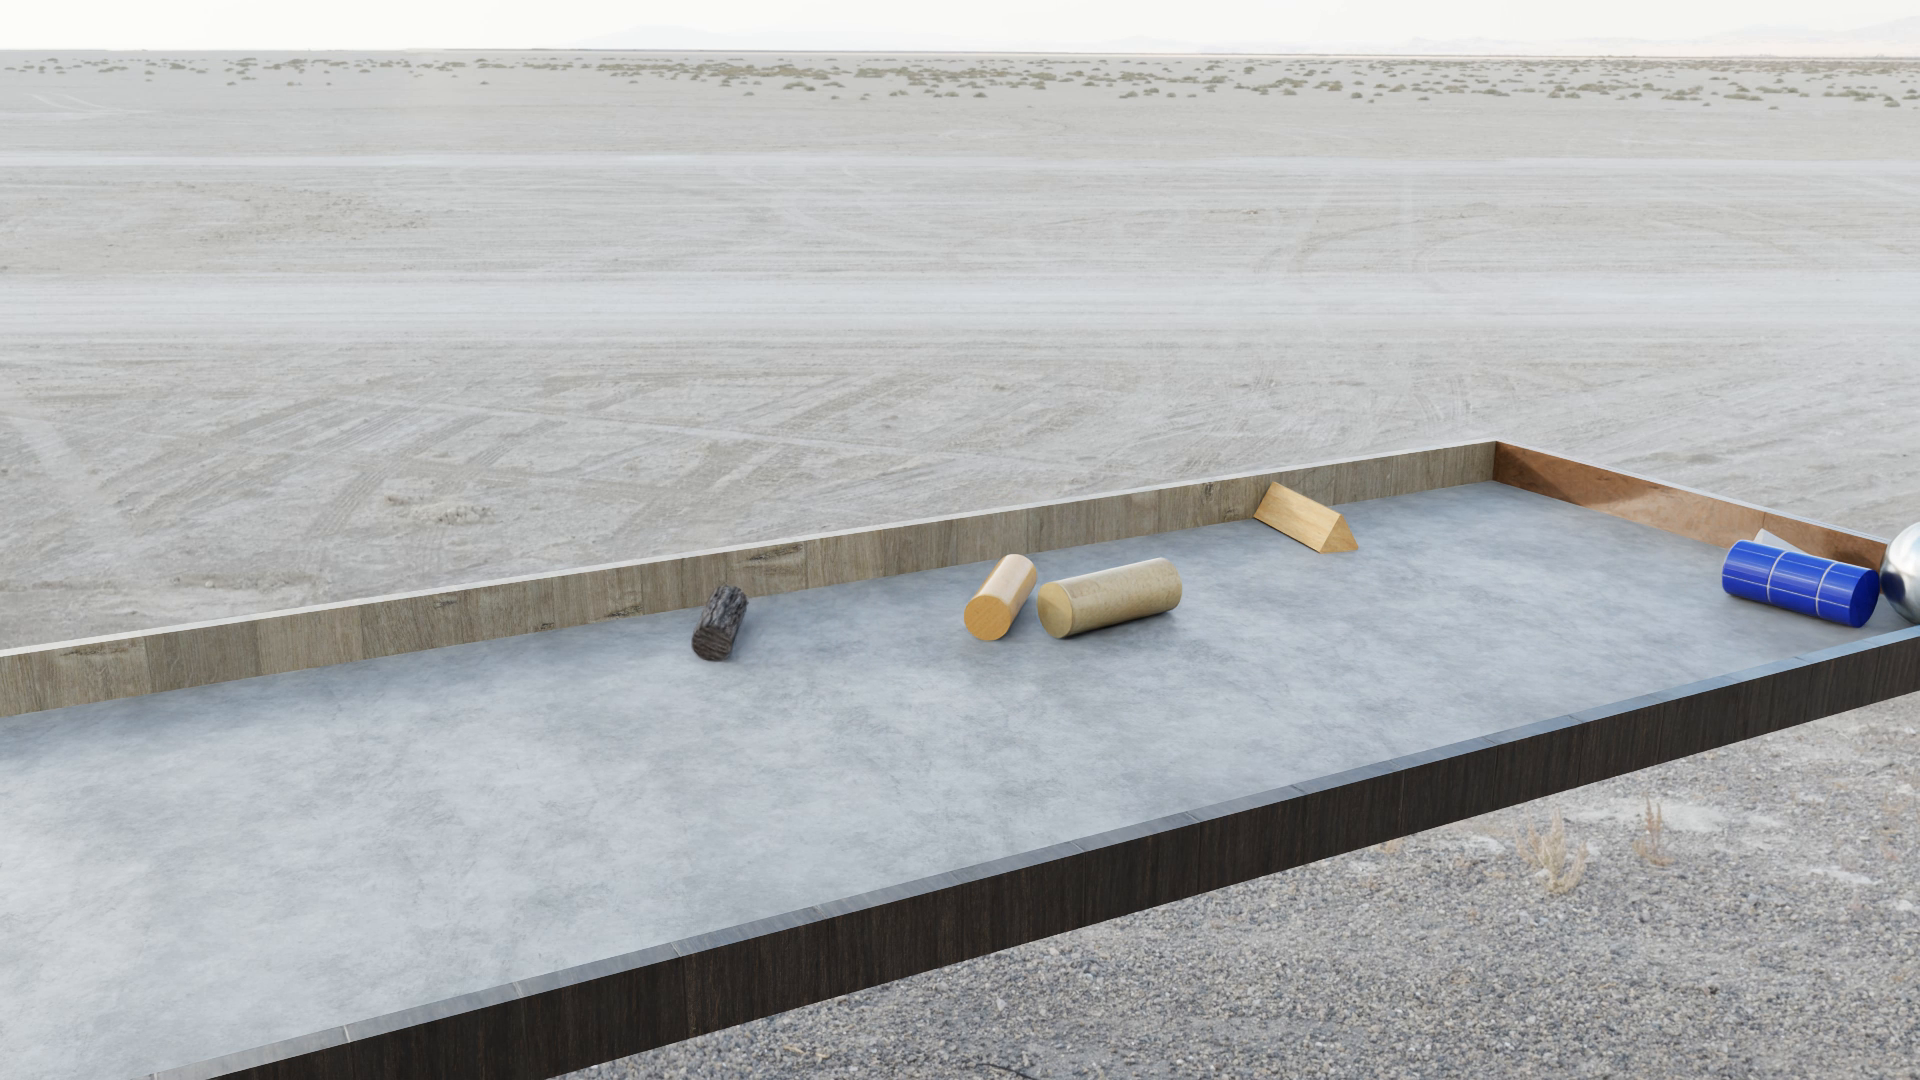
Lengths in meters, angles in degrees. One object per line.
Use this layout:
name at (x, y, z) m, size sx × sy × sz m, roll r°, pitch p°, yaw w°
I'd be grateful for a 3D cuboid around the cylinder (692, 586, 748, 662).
cylinder at (-0.641, 0.221, 4.422) m, size 0.103 × 0.103 × 0.331 m, roll 0°, pitch 16°, yaw 0°

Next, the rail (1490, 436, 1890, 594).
rail at (2.466, -0.048, 5.253) m, size 0.050 × 0.150 × 2.100 m, roll -9°, pitch 18°, yaw -27°

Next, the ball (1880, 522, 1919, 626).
ball at (2.678, 0.093, 4.484) m, size 0.313 × 0.313 × 0.313 m, roll 0°, pitch 16°, yaw 0°

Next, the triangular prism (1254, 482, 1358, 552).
triangular prism at (1.132, -0.082, 5.408) m, size 0.139 × 0.120 × 0.438 m, roll -6°, pitch 17°, yaw -17°

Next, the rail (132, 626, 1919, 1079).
rail at (-2.336, 1.006, 1.665) m, size 12.000 × 0.150 × 0.050 m, roll -9°, pitch 18°, yaw -27°

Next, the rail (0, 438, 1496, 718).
rail at (-3.305, 0.497, 3.399) m, size 12.000 × 0.150 × 0.050 m, roll -9°, pitch 18°, yaw -27°

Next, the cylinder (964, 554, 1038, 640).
cylinder at (0.117, 0.156, 4.599) m, size 0.128 × 0.128 × 0.389 m, roll 4°, pitch 17°, yaw 13°

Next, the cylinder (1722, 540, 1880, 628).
cylinder at (2.368, 0.119, 4.655) m, size 0.165 × 0.165 × 0.365 m, roll -12°, pitch 20°, yaw -35°

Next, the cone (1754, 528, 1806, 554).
cone at (2.528, 0.100, 4.871) m, size 0.359 × 0.165 × 0.165 m, roll 19°, pitch 22°, yaw 16°

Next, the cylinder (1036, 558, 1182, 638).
cylinder at (0.415, 0.157, 4.550) m, size 0.394 × 0.153 × 0.153 m, roll -11°, pitch 20°, yaw -34°
